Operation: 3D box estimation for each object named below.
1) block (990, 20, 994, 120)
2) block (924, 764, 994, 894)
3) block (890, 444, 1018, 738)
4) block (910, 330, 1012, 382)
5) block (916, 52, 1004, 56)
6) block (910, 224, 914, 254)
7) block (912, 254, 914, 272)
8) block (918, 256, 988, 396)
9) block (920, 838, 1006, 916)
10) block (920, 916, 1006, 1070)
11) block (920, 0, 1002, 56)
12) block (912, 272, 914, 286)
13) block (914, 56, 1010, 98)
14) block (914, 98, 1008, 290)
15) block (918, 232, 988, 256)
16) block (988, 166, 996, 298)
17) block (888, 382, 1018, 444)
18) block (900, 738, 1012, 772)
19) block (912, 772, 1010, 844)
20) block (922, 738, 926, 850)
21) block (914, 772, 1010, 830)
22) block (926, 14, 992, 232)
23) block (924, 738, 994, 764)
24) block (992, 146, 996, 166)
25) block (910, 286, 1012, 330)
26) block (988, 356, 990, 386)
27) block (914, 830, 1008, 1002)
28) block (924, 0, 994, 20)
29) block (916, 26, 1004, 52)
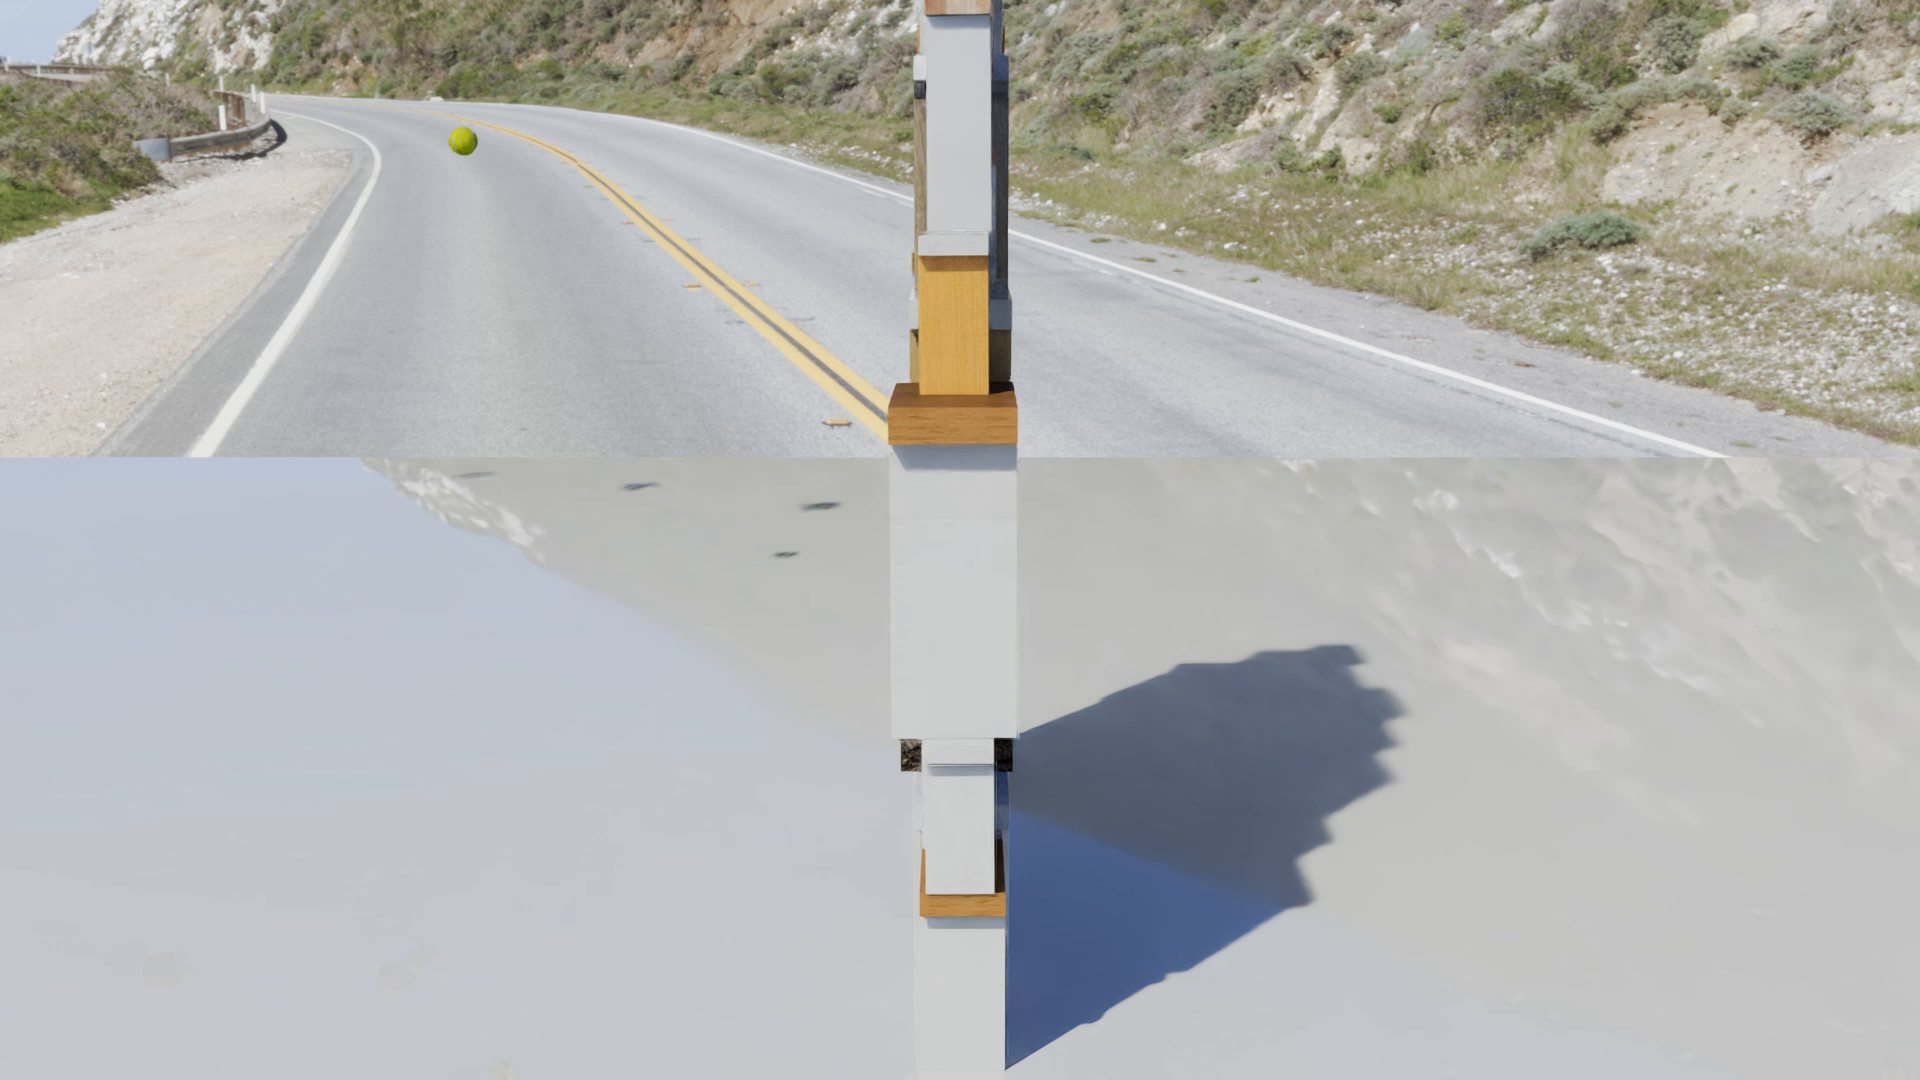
[{"bbox_3d":[0.002,-0.640,3.082,0.087,0.174,0.025,1,10,1],"label":"block"},{"bbox_3d":[0.000,0.376,2.899,0.091,0.182,0.026,0,10,1],"label":"block"},{"bbox_3d":[-0.008,0.063,2.859,0.163,0.390,0.046,0,11,0],"label":"block"},{"bbox_3d":[0.001,-0.162,3.148,0.144,0.288,0.041,0,11,0],"label":"block"},{"bbox_3d":[0.001,-0.657,3.810,0.150,0.368,0.042,0,11,0],"label":"block"},{"bbox_3d":[-0.006,-0.562,4.059,0.162,0.046,0.324,0,11,0],"label":"block"},{"bbox_3d":[-0.005,-0.360,3.987,0.162,0.324,0.046,0,11,0],"label":"block"},{"bbox_3d":[-0.008,-0.285,2.913,0.092,0.184,0.026,0,11,1],"label":"block"},{"bbox_3d":[0.003,0.462,3.022,0.114,0.032,0.228,0,11,0],"label":"block"},{"bbox_3d":[0.004,0.604,2.972,0.114,0.228,0.032,0,11,0],"label":"block"},{"bbox_3d":[0.001,-0.807,3.308,0.123,0.247,0.035,0,13,0],"label":"block"},{"bbox_3d":[-0.004,-0.439,3.759,0.151,0.043,0.302,0,11,0],"label":"block"},{"bbox_3d":[0.002,-0.657,3.341,0.139,0.039,0.278,0,-13,0],"label":"block"},{"bbox_3d":[0.002,-0.514,3.270,0.139,0.278,0.039,0,10,0],"label":"block"},{"bbox_3d":[-0.008,-0.399,2.954,0.092,0.026,0.184,0,10,1],"label":"block"},{"bbox_3d":[0.005,-0.430,3.077,0.092,0.184,0.026,0,10,0],"label":"block"},{"bbox_3d":[-0.008,-0.171,2.928,0.163,0.046,0.327,0,10,0],"label":"block"},{"bbox_3d":[-0.005,0.178,3.280,0.167,0.334,0.047,0,11,0],"label":"block"},{"bbox_3d":[0.002,0.369,3.920,0.171,0.343,0.049,0,11,0],"label":"block"},{"bbox_3d":[-0.005,0.311,3.078,0.097,0.244,0.028,0,11,-1],"label":"block"},{"bbox_3d":[0.002,0.370,3.265,0.135,0.038,0.271,0,11,0],"label":"block"},{"bbox_3d":[-0.002,-0.562,2.976,0.087,0.289,0.025,0,10,1],"label":"block"},{"bbox_3d":[-0.002,0.261,2.939,0.091,0.026,0.182,0,10,0],"label":"block"},{"bbox_3d":[0.004,-0.545,3.119,0.092,0.026,0.184,0,11,0],"label":"block"},{"bbox_3d":[0.001,-0.341,3.212,0.144,0.041,0.288,0,11,0],"label":"block"},{"bbox_3d":[-0.006,-0.306,3.034,0.092,0.184,0.026,0,11,1],"label":"block"},{"bbox_3d":[0.003,0.539,3.204,0.135,0.271,0.038,0,11,0],"label":"block"},{"bbox_3d":[0.000,-0.728,3.008,0.087,0.025,0.174,0,11,3],"label":"block"},{"bbox_3d":[0.000,-0.876,3.871,0.150,0.042,0.300,0,10,0],"label":"block"}]
